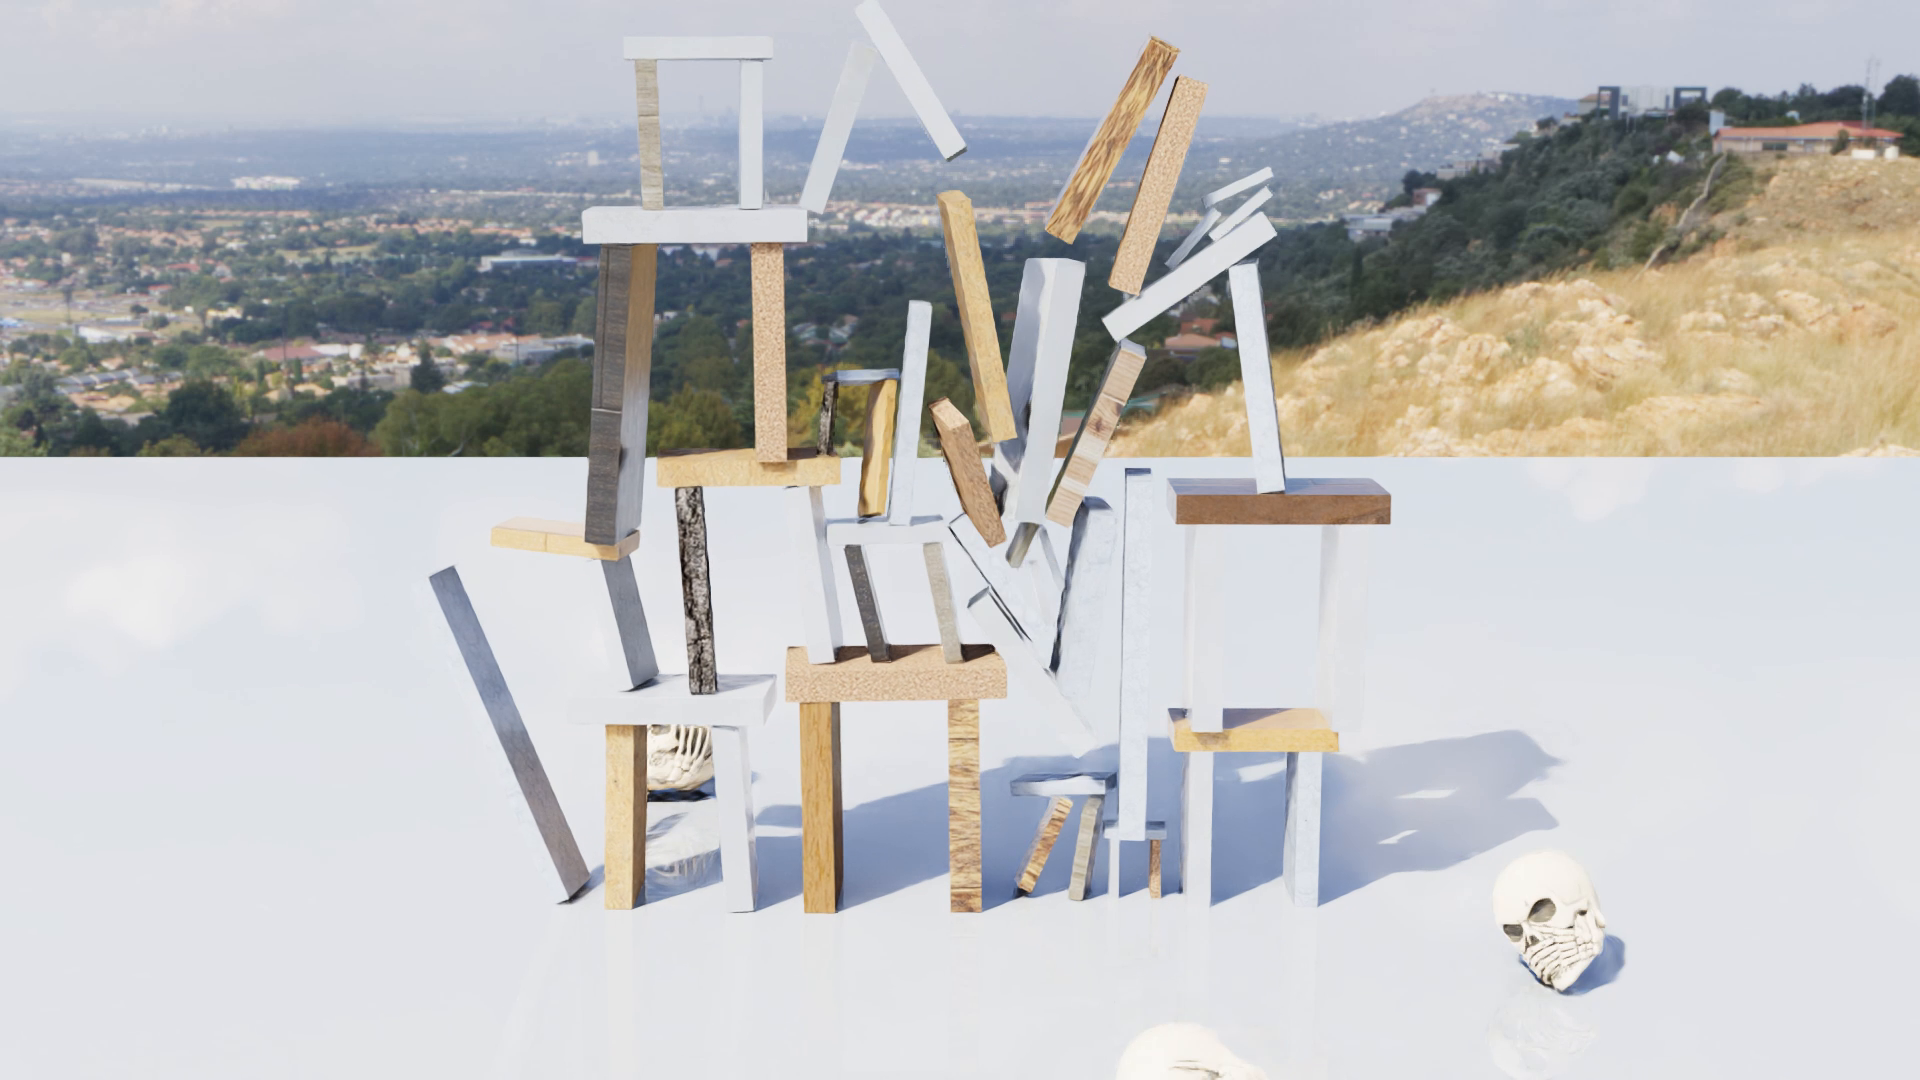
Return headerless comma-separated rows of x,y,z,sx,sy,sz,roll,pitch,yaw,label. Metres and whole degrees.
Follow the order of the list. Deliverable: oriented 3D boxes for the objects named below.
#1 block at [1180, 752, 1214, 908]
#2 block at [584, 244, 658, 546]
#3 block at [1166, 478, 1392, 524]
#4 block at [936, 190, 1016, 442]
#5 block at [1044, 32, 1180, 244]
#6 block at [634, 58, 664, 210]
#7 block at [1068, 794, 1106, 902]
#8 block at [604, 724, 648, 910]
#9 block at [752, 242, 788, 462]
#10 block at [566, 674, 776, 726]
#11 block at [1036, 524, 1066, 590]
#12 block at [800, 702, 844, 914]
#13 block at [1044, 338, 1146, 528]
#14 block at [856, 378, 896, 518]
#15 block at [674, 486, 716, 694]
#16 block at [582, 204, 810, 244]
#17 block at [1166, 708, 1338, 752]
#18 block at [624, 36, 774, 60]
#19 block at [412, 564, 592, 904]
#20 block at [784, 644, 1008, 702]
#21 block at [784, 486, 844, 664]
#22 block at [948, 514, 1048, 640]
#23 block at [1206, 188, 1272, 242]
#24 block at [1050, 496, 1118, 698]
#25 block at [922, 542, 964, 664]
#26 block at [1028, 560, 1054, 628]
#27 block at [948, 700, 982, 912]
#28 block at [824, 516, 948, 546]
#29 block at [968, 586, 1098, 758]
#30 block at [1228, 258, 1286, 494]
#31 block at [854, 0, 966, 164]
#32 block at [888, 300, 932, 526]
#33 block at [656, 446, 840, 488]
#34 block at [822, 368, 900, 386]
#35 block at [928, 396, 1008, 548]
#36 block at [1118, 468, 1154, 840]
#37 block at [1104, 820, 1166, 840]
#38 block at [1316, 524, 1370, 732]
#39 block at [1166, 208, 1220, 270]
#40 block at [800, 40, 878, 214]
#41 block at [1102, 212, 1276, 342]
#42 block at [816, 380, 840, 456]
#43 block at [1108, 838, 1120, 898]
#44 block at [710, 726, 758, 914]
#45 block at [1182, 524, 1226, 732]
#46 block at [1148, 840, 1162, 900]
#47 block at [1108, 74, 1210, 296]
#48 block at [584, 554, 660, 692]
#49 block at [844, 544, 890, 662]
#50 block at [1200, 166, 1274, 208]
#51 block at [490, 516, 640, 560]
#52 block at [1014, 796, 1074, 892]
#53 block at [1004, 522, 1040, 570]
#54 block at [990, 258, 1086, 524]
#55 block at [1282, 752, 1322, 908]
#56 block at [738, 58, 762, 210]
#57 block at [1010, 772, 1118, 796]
0.391,0.460,3.645,0.037,0.265,0.132,0,11,0,block
-0.540,-0.240,3.511,0.049,0.472,0.172,6,12,5,block
0.510,-0.063,3.547,0.338,0.048,0.169,0,11,0,block
0.025,-0.352,3.453,0.037,0.380,0.131,-13,17,-4,block
0.238,-0.636,3.468,0.048,0.338,0.169,28,15,-4,block
-0.482,-0.631,3.419,0.032,0.228,0.114,-3,12,-7,block
0.211,0.508,3.651,0.023,0.164,0.082,11,15,12,block
-0.553,0.434,3.642,0.045,0.316,0.158,2,11,0,block
-0.304,-0.309,3.520,0.049,0.344,0.172,-1,10,-4,block
-0.467,0.259,3.588,0.316,0.045,0.158,0,11,3,block
0.147,0.027,3.588,0.015,0.103,0.051,-20,14,-1,block
-0.227,0.417,3.630,0.050,0.355,0.177,0,11,2,block
0.217,-0.175,3.543,0.042,0.298,0.149,24,12,-2,block
-0.136,-0.150,3.593,0.016,0.225,0.058,13,-15,-34,block
-0.427,0.070,3.563,0.041,0.333,0.144,-4,10,-5,block
-0.412,-0.499,3.466,0.344,0.049,0.172,-1,12,-3,block
0.479,0.311,3.617,0.265,0.037,0.132,0,11,0,block
-0.404,-0.761,3.406,0.228,0.032,0.114,-1,12,-5,block
-0.755,0.320,3.635,0.030,0.576,0.108,-21,6,13,block
-0.107,0.216,3.598,0.355,0.050,0.177,-1,11,-3,block
-0.238,0.045,3.587,0.041,0.289,0.144,-7,10,4,block
0.060,0.060,3.599,0.032,0.228,0.114,-36,3,-2,block
0.442,-0.514,3.479,0.115,0.016,0.058,-40,3,7,block
0.201,0.090,3.583,0.043,0.301,0.151,7,13,-8,block
-0.026,0.095,3.577,0.027,0.193,0.096,-11,10,3,block
0.132,0.087,3.588,0.015,0.103,0.051,-16,11,-1,block
0.008,0.416,3.634,0.050,0.355,0.177,-1,11,0,block
-0.121,-0.016,3.570,0.193,0.027,0.096,-2,11,-6,block
0.119,0.216,3.638,0.043,0.302,0.151,-36,3,3,block
0.476,-0.265,3.513,0.042,0.359,0.149,-7,9,10,block
-0.074,-0.704,3.375,0.037,0.262,0.131,-32,5,4,block
-0.082,-0.207,3.551,0.032,0.352,0.114,5,10,-4,block
-0.342,-0.118,3.550,0.289,0.041,0.144,-1,10,-7,block
-0.162,-0.266,3.604,0.115,0.016,0.058,-4,-4,-30,block
0.012,-0.109,3.543,0.032,0.228,0.114,-24,31,-9,block
0.286,0.185,3.590,0.043,0.588,0.151,1,11,3,block
0.290,0.481,3.650,0.103,0.015,0.052,1,11,3,block
0.622,0.127,3.582,0.048,0.338,0.169,0,11,0,block
0.369,-0.477,3.486,0.016,0.115,0.058,40,9,-2,block
-0.191,-0.645,3.433,0.037,0.262,0.131,18,13,-8,block
0.360,-0.417,3.491,0.298,0.042,0.149,-34,4,6,block
-0.212,-0.196,3.534,0.016,0.115,0.058,7,7,5,block
0.255,0.539,3.659,0.015,0.104,0.052,0,11,0,block
-0.371,0.436,3.626,0.045,0.316,0.158,-4,11,-2,block
0.397,0.127,3.582,0.048,0.338,0.169,0,11,0,block
0.325,0.539,3.659,0.015,0.103,0.052,0,11,0,block
0.311,-0.559,3.471,0.048,0.338,0.169,18,10,0,block
-0.550,0.129,3.577,0.030,0.215,0.108,-11,7,17,block
-0.151,0.095,3.584,0.027,0.193,0.096,-13,10,1,block
0.437,-0.555,3.468,0.115,0.016,0.058,-24,4,6,block
-0.641,-0.003,3.577,0.215,0.030,0.108,6,12,10,block
0.139,0.503,3.674,0.023,0.164,0.082,25,-1,-4,block
0.105,-0.008,3.578,0.015,0.103,0.051,21,13,-17,block
0.120,-0.243,3.551,0.048,0.419,0.169,8,4,-16,block
0.567,0.460,3.645,0.037,0.265,0.132,0,11,0,block
-0.328,-0.636,3.444,0.032,0.228,0.114,0,12,-8,block
0.175,0.410,3.690,0.164,0.023,0.082,-4,2,19,block
